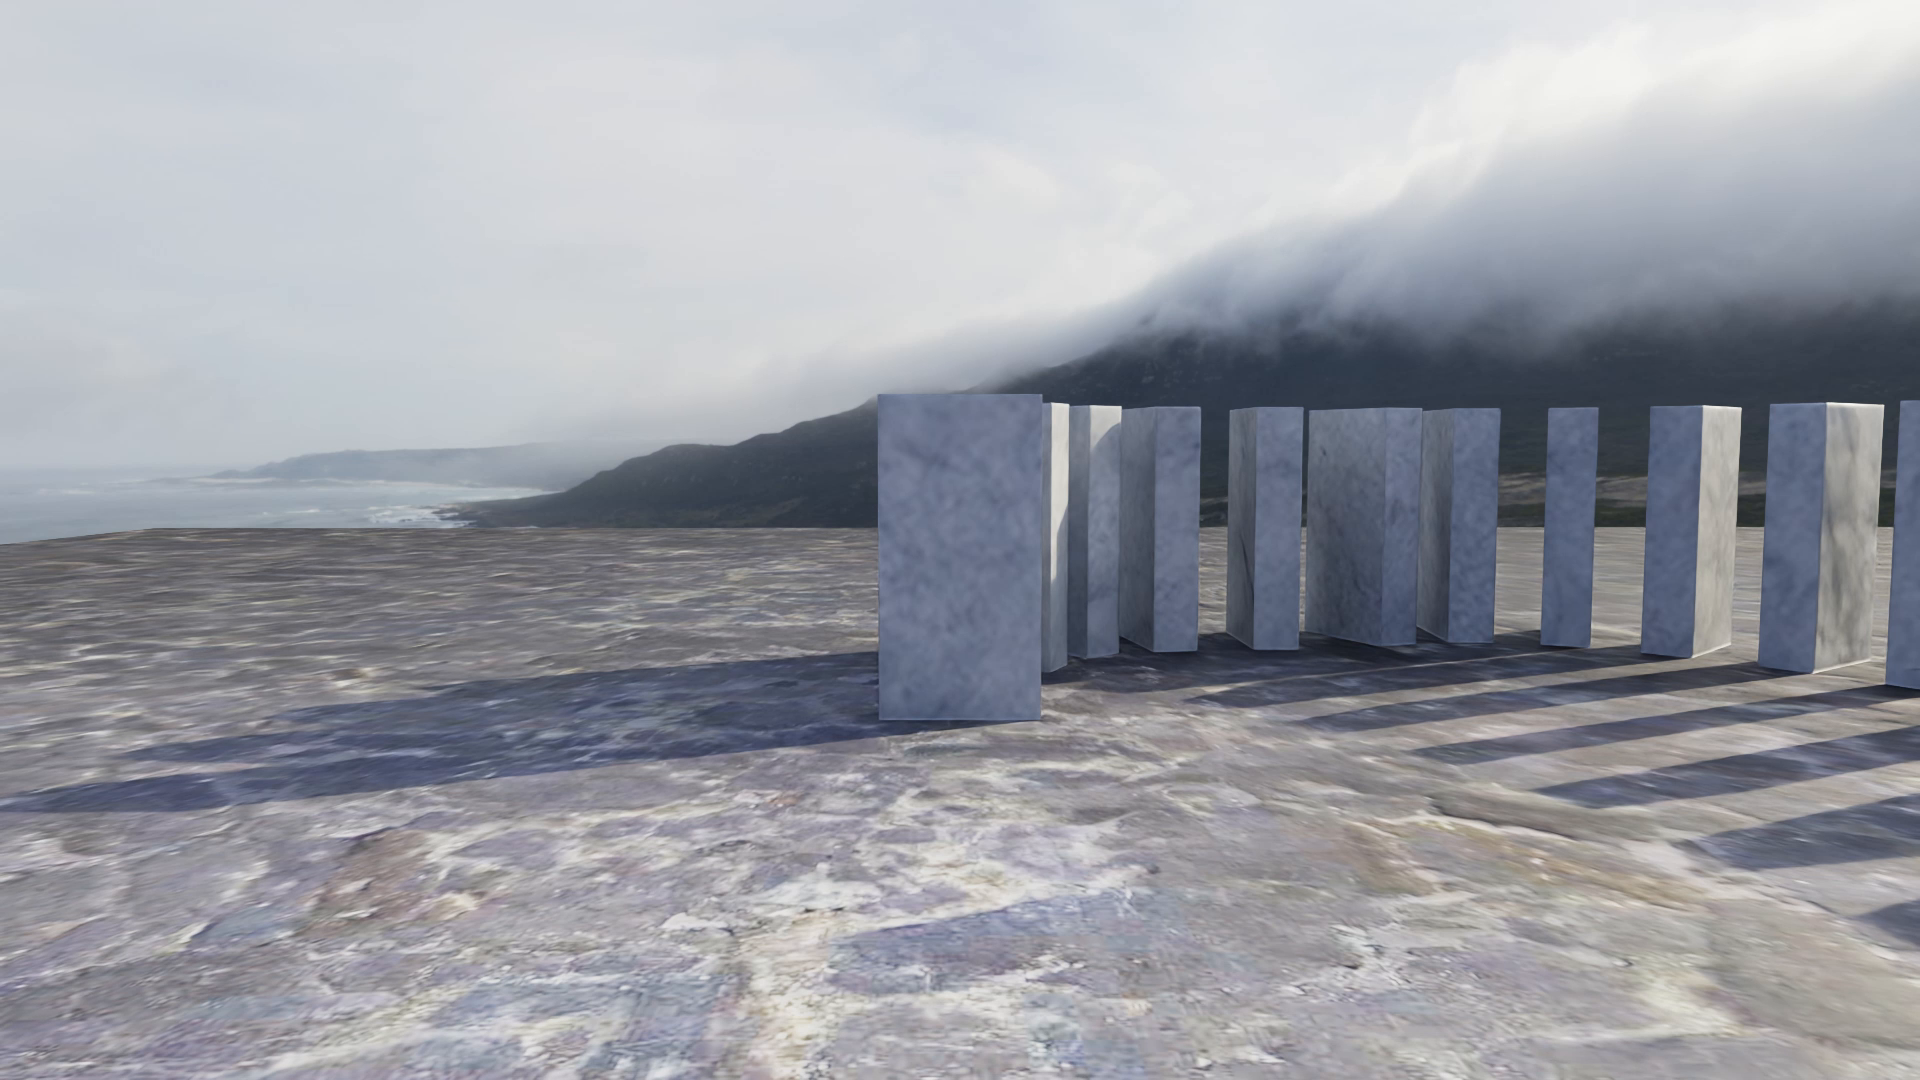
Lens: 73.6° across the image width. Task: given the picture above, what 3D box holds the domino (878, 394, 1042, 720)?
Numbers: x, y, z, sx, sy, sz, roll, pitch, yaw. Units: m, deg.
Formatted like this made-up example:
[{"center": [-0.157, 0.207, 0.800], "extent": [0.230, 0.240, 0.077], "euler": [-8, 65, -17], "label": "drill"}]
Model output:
[{"center": [0.000, 0.002, 0.201], "extent": [0.025, 0.050, 0.009], "euler": [0, 4, 0], "label": "domino"}]

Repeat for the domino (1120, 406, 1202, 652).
[{"center": [0.042, -0.003, 0.274], "extent": [0.010, 0.050, 0.025], "euler": [-1, 4, -10], "label": "domino"}]

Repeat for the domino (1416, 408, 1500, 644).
[{"center": [0.110, -0.004, 0.285], "extent": [0.010, 0.050, 0.025], "euler": [0, 4, 5], "label": "domino"}]

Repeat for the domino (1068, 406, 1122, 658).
[{"center": [0.021, -0.002, 0.265], "extent": [0.010, 0.050, 0.025], "euler": [-4, 6, -41], "label": "domino"}]

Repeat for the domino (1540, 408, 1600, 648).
[{"center": [0.133, -0.003, 0.279], "extent": [0.010, 0.050, 0.025], "euler": [2, 5, 26], "label": "domino"}]

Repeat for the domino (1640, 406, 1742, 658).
[{"center": [0.151, -0.002, 0.265], "extent": [0.025, 0.050, 0.010], "euler": [-4, 6, -44], "label": "domino"}]

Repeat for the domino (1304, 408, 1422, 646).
[{"center": [0.088, -0.004, 0.281], "extent": [0.010, 0.050, 0.025], "euler": [-2, 5, -23], "label": "domino"}]

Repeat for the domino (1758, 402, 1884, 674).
[{"center": [0.166, -0.001, 0.247], "extent": [0.025, 0.050, 0.009], "euler": [-3, 5, -34], "label": "domino"}]

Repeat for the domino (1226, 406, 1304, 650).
[{"center": [0.065, -0.003, 0.276], "extent": [0.010, 0.050, 0.025], "euler": [0, 4, -1], "label": "domino"}]

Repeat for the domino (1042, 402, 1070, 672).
[{"center": [0.007, -0.001, 0.246], "extent": [0.025, 0.050, 0.009], "euler": [2, 5, 24], "label": "domino"}]

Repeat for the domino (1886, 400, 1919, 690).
[{"center": [0.177, 0.001, 0.227], "extent": [0.025, 0.050, 0.010], "euler": [-2, 5, -26], "label": "domino"}]
